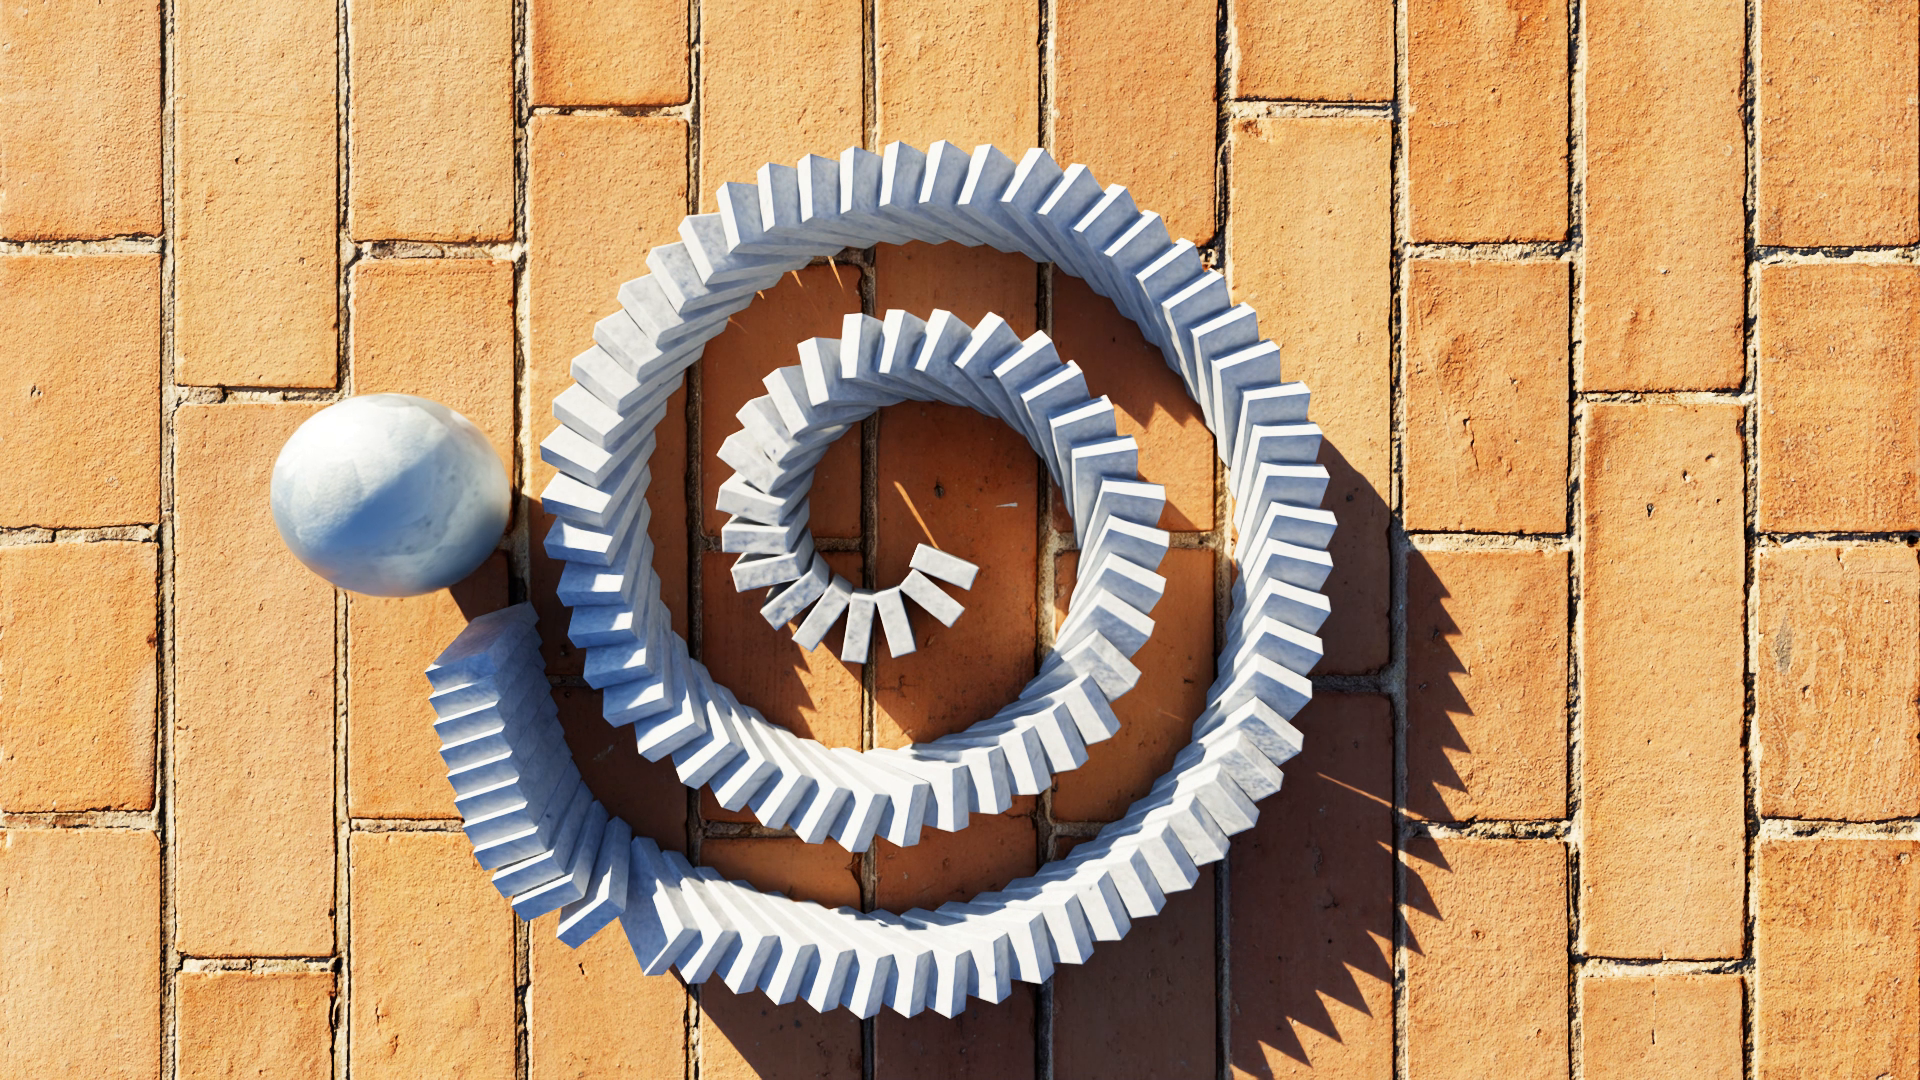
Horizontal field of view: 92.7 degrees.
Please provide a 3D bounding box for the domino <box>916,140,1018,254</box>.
[{"bbox_3d":[0.007,-0.142,0.381,0.050,0.010,0.025,15,90,-39],"label":"domino"}]

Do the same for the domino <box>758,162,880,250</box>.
[{"bbox_3d":[-0.058,-0.138,0.380,0.050,0.010,0.025,-5,89,-40],"label":"domino"}]

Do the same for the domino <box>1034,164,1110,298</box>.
[{"bbox_3d":[0.054,-0.128,0.380,0.025,0.010,0.050,-51,129,-1],"label":"domino"}]

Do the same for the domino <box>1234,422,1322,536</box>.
[{"bbox_3d":[0.131,-0.025,0.380,0.025,0.009,0.050,-2,129,-1],"label":"domino"}]

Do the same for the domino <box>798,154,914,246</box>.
[{"bbox_3d":[-0.042,-0.140,0.380,0.050,0.009,0.025,-2,89,-39],"label":"domino"}]

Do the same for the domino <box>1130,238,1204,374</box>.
[{"bbox_3d":[0.092,-0.096,0.381,0.025,0.010,0.050,-35,129,0],"label":"domino"}]

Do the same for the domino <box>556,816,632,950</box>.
[{"bbox_3d":[-0.149,0.139,0.375,0.025,0.050,0.009,-38,117,1],"label":"domino"}]

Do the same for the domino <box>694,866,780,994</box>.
[{"bbox_3d":[-0.098,0.161,0.381,0.050,0.010,0.025,25,90,38],"label":"domino"}]

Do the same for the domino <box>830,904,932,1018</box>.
[{"bbox_3d":[-0.035,0.174,0.381,0.050,0.009,0.025,8,91,39],"label":"domino"}]

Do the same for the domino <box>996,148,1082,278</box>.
[{"bbox_3d":[0.040,-0.135,0.380,0.050,0.009,0.025,33,90,-40],"label":"domino"}]

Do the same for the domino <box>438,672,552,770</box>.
[{"bbox_3d":[-0.189,0.073,0.375,0.025,0.050,0.010,-18,111,0],"label":"domino"}]

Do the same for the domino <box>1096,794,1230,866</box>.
[{"bbox_3d":[0.083,0.125,0.381,0.050,0.010,0.025,-36,90,39],"label":"domino"}]

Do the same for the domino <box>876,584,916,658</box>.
[{"bbox_3d":[-0.026,0.032,0.375,0.009,0.050,0.025,-16,90,-3],"label":"domino"}]

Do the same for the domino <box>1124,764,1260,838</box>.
[{"bbox_3d":[0.095,0.114,0.380,0.025,0.010,0.050,50,129,-1],"label":"domino"}]

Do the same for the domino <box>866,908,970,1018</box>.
[{"bbox_3d":[-0.019,0.175,0.380,0.050,0.009,0.025,5,91,39],"label":"domino"}]

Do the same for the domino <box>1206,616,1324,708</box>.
[{"bbox_3d":[0.126,0.056,0.381,0.025,0.009,0.050,22,129,0],"label":"domino"}]

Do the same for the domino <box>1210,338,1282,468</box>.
[{"bbox_3d":[0.119,-0.056,0.380,0.025,0.009,0.050,-19,130,0],"label":"domino"}]

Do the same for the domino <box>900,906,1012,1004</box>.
[{"bbox_3d":[-0.002,0.171,0.380,0.050,0.010,0.025,-4,90,39],"label":"domino"}]

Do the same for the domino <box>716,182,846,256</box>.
[{"bbox_3d":[-0.074,-0.132,0.380,0.050,0.009,0.025,-13,89,-40],"label":"domino"}]

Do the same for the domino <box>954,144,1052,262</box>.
[{"bbox_3d":[0.023,-0.139,0.380,0.050,0.010,0.025,21,90,-40],"label":"domino"}]

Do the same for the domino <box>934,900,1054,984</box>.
[{"bbox_3d":[0.014,0.166,0.381,0.050,0.010,0.025,-12,90,39],"label":"domino"}]

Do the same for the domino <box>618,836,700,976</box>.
[{"bbox_3d":[-0.129,0.151,0.380,0.025,0.009,0.050,-51,52,4],"label":"domino"}]

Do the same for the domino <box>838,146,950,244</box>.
[{"bbox_3d":[-0.026,-0.142,0.381,0.050,0.010,0.025,3,90,-39],"label":"domino"}]

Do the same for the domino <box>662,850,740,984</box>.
[{"bbox_3d":[-0.115,0.156,0.381,0.050,0.010,0.025,33,90,38],"label":"domino"}]

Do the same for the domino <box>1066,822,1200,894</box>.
[{"bbox_3d":[0.071,0.135,0.381,0.050,0.010,0.025,-31,90,39],"label":"domino"}]

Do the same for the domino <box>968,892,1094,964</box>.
[{"bbox_3d":[0.029,0.160,0.381,0.050,0.009,0.025,-17,90,39],"label":"domino"}]

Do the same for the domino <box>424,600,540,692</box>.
[{"bbox_3d":[-0.194,0.042,0.375,0.025,0.050,0.010,-18,111,0],"label":"domino"}]

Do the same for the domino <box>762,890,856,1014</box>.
[{"bbox_3d":[-0.067,0.170,0.381,0.050,0.009,0.025,17,90,39],"label":"domino"}]

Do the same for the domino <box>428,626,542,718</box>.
[{"bbox_3d":[-0.193,0.053,0.375,0.025,0.050,0.009,-18,111,0],"label":"domino"}]

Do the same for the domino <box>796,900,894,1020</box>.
[{"bbox_3d":[-0.051,0.173,0.381,0.050,0.010,0.025,14,91,39],"label":"domino"}]

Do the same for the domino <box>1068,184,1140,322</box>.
[{"bbox_3d":[0.068,-0.118,0.380,0.025,0.009,0.050,-45,129,-1],"label":"domino"}]

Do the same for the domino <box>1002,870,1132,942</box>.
[{"bbox_3d":[0.044,0.153,0.381,0.050,0.010,0.025,-23,90,39],"label":"domino"}]

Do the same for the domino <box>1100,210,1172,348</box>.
[{"bbox_3d":[0.080,-0.108,0.380,0.025,0.010,0.050,-41,129,-1],"label":"domino"}]

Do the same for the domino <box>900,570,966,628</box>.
[{"bbox_3d":[-0.012,0.024,0.375,0.025,0.050,0.010,38,86,0],"label":"domino"}]

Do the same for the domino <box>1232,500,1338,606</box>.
[{"bbox_3d":[0.134,0.008,0.381,0.025,0.009,0.050,10,129,-1],"label":"domino"}]

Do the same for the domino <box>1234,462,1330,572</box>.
[{"bbox_3d":[0.133,-0.009,0.381,0.025,0.009,0.050,2,129,0],"label":"domino"}]

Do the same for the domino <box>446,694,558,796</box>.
[{"bbox_3d":[-0.186,0.082,0.375,0.025,0.050,0.009,-18,111,0],"label":"domino"}]

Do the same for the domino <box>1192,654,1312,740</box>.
[{"bbox_3d":[0.120,0.071,0.381,0.025,0.009,0.050,27,129,0],"label":"domino"}]

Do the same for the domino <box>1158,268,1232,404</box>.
[{"bbox_3d":[0.102,-0.084,0.381,0.025,0.010,0.050,-31,129,0],"label":"domino"}]

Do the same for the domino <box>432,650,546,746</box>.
[{"bbox_3d":[-0.191,0.063,0.375,0.025,0.050,0.009,-18,111,0],"label":"domino"}]

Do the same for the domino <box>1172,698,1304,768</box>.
[{"bbox_3d":[0.115,0.088,0.380,0.025,0.009,0.050,39,129,0],"label":"domino"}]

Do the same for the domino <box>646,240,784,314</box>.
[{"bbox_3d":[-0.101,-0.113,0.380,0.050,0.010,0.025,-32,90,-40],"label":"domino"}]

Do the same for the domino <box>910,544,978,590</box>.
[{"bbox_3d":[-0.006,0.010,0.375,0.025,0.050,0.009,22,90,0],"label":"domino"}]

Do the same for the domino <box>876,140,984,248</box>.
[{"bbox_3d":[-0.010,-0.143,0.381,0.050,0.010,0.025,9,90,-39],"label":"domino"}]

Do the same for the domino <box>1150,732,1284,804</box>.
[{"bbox_3d":[0.106,0.102,0.380,0.025,0.010,0.050,44,129,-1],"label":"domino"}]

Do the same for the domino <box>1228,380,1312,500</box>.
[{"bbox_3d":[0.128,-0.040,0.381,0.025,0.010,0.050,-7,129,0],"label":"domino"}]

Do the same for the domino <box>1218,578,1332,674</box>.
[{"bbox_3d":[0.129,0.040,0.381,0.025,0.009,0.050,18,129,0],"label":"domino"}]

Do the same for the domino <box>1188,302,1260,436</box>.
[{"bbox_3d":[0.112,-0.070,0.381,0.025,0.009,0.050,-24,129,0],"label":"domino"}]

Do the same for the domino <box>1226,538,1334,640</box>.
[{"bbox_3d":[0.132,0.024,0.381,0.025,0.010,0.050,12,129,0],"label":"domino"}]

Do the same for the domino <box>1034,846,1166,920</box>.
[{"bbox_3d":[0.058,0.145,0.381,0.050,0.009,0.025,-27,90,39],"label":"domino"}]

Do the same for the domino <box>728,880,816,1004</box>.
[{"bbox_3d":[-0.083,0.166,0.381,0.050,0.009,0.025,21,90,39],"label":"domino"}]

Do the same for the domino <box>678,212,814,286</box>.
[{"bbox_3d":[-0.088,-0.123,0.380,0.050,0.010,0.025,-25,90,-41],"label":"domino"}]
